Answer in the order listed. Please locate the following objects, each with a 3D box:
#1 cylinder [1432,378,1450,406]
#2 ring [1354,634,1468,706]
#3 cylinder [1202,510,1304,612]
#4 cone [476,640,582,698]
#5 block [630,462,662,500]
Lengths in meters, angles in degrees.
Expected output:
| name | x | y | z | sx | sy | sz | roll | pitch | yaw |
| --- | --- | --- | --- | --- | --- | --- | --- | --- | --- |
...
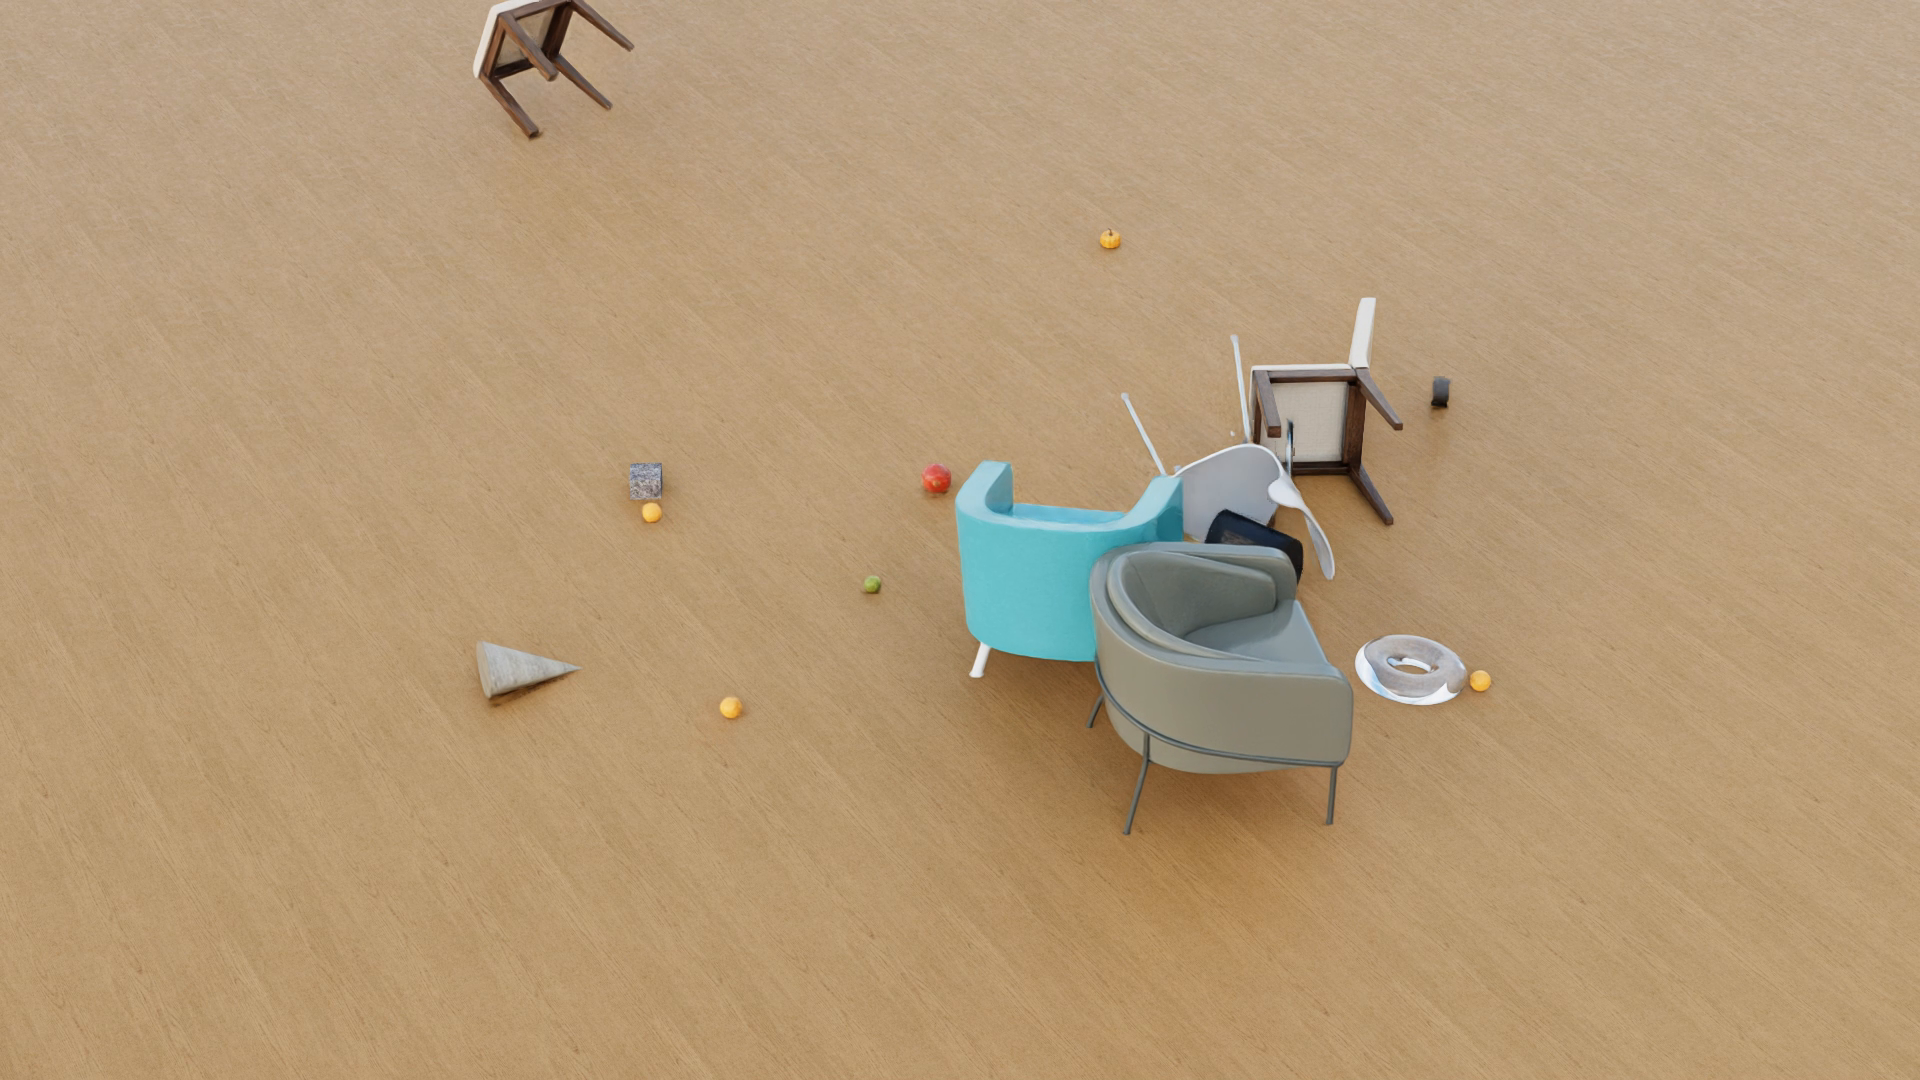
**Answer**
| name | x | y | z | sx | sy | sz | roll | pitch | yaw |
| --- | --- | --- | --- | --- | --- | --- | --- | --- | --- |
| cylinder | 1.925 | -0.592 | 11.740 | 0.063 | 0.111 | 0.113 | 6 | 8 | 9 |
| ring | 1.565 | 0.449 | 10.175 | 0.394 | 0.099 | 0.348 | 17 | 36 | 22 |
| cylinder | 1.055 | 0.074 | 10.572 | 0.308 | 0.289 | 0.191 | 25 | 33 | 32 |
| cone | -1.482 | 0.448 | 10.205 | 0.351 | 0.131 | 0.315 | 0 | 29 | -19 |
| block | -1.200 | -0.225 | 11.208 | 0.118 | 0.085 | 0.124 | -1 | 33 | -2 |
